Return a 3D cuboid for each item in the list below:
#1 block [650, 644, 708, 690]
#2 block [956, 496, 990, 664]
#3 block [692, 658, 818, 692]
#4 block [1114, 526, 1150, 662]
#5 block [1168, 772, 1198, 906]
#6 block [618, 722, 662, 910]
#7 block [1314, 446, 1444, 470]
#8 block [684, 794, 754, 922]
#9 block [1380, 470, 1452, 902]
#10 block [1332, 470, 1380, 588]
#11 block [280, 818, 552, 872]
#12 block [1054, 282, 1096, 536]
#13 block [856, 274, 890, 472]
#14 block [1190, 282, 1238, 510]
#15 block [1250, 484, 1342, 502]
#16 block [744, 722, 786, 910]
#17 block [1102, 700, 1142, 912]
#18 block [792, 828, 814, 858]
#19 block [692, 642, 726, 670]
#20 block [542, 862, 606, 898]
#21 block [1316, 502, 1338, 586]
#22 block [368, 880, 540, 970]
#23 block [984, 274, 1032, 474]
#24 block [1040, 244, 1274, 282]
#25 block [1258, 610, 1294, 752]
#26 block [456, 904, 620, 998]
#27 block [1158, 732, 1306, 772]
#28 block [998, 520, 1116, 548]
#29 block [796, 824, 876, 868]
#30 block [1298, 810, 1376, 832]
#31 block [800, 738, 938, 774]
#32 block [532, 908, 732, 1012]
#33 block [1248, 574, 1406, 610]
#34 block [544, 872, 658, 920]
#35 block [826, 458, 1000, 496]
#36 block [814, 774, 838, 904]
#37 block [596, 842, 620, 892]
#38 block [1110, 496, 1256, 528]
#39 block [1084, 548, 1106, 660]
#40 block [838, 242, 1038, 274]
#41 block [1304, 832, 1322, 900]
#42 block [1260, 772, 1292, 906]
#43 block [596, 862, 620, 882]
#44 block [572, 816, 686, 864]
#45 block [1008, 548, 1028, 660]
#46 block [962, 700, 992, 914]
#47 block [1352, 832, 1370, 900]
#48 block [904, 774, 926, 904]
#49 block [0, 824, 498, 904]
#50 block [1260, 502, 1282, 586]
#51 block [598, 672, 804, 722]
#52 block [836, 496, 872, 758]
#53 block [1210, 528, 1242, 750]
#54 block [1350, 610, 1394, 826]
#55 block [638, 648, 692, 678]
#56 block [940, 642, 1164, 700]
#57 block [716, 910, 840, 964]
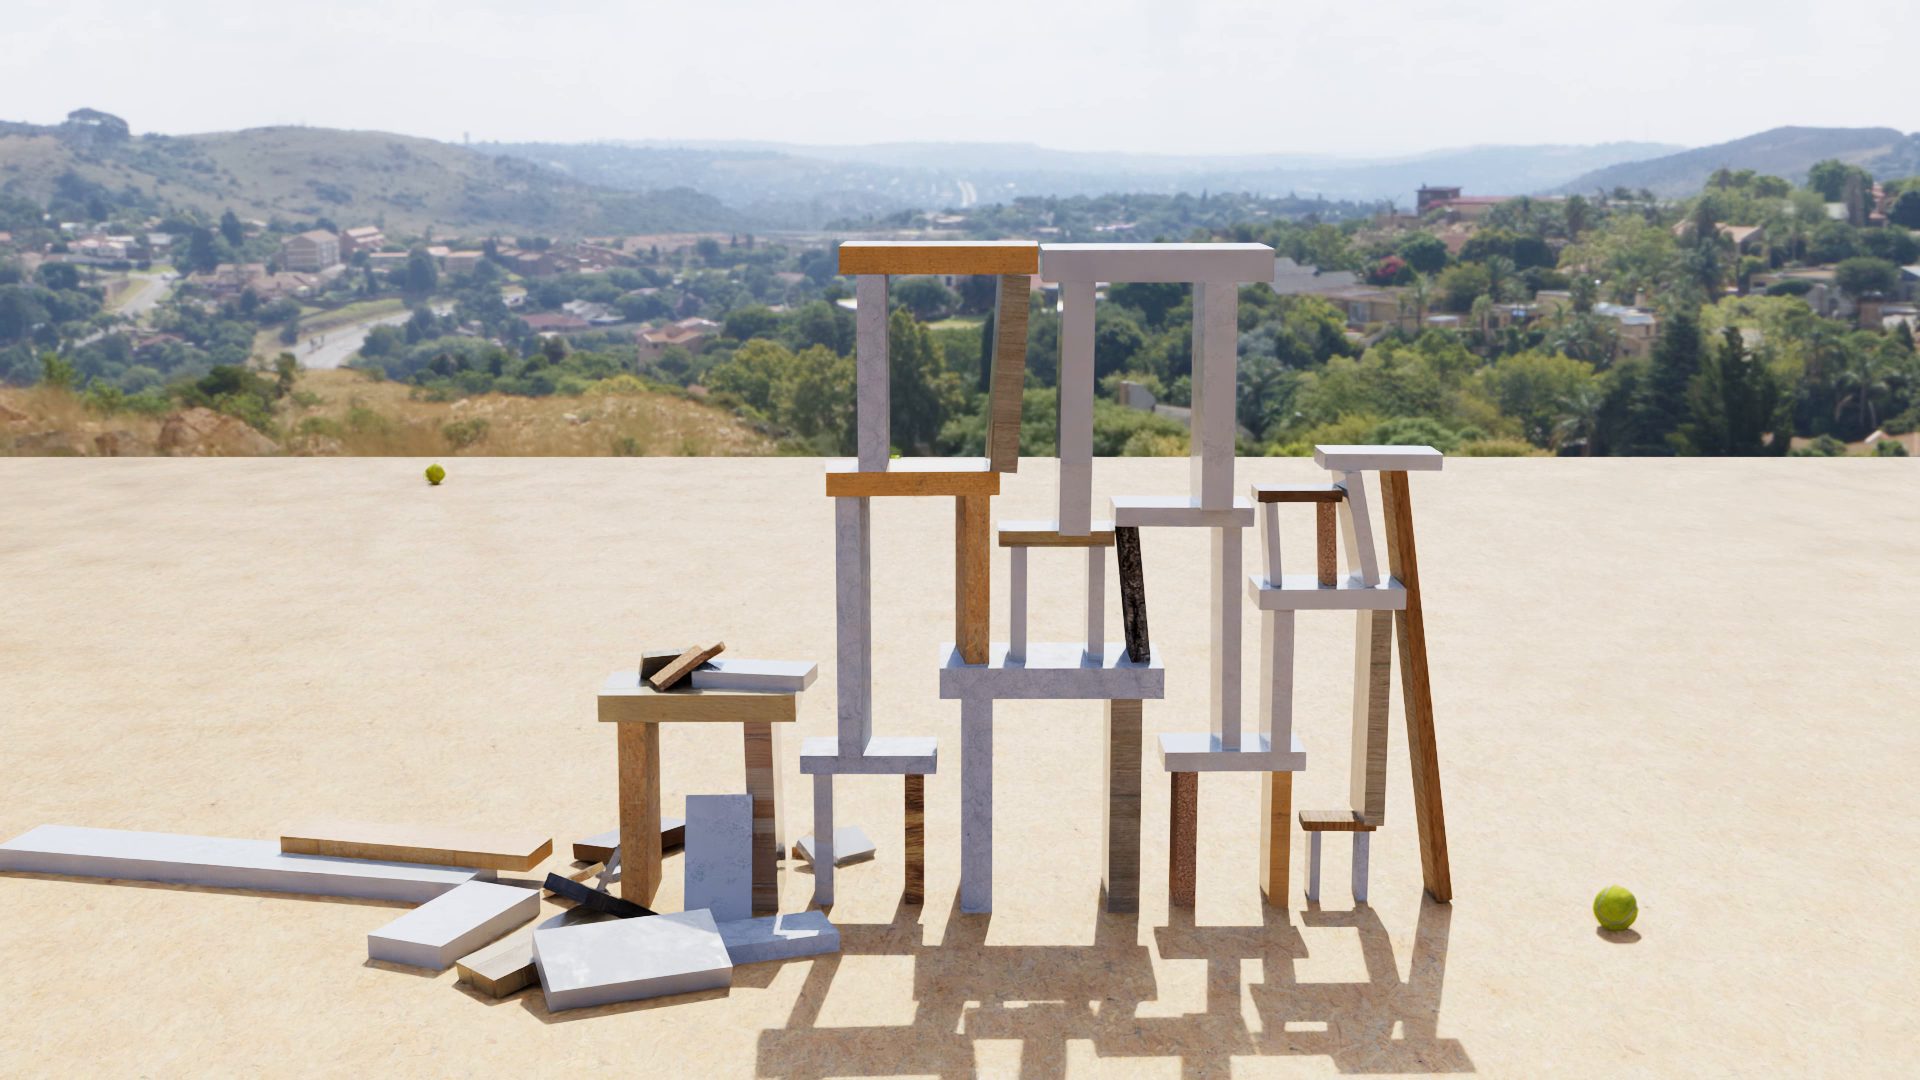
[{"bbox_3d":[-0.456,0.207,3.573,0.095,0.013,0.047,-37,22,-14],"label":"block"},{"bbox_3d":[0.020,0.052,3.570,0.039,0.274,0.137,-1,11,-7],"label":"block"},{"bbox_3d":[-0.335,0.220,3.597,0.187,0.027,0.094,2,11,10],"label":"block"},{"bbox_3d":[0.280,0.078,3.570,0.031,0.221,0.111,-6,11,1],"label":"block"},{"bbox_3d":[0.370,0.478,3.643,0.033,0.230,0.115,0,11,0],"label":"block"},{"bbox_3d":[-0.529,0.434,3.636,0.045,0.318,0.159,0,11,0],"label":"block"},{"bbox_3d":[0.672,-0.132,3.538,0.188,0.027,0.094,0,11,-1],"label":"block"},{"bbox_3d":[-0.385,0.514,3.510,0.107,0.213,0.030,0,-14,-2],"label":"block"},{"bbox_3d":[0.749,0.234,3.614,0.027,0.719,0.094,-8,8,0],"label":"block"},{"bbox_3d":[0.638,-0.025,3.551,0.027,0.188,0.094,-12,11,-3],"label":"block"},{"bbox_3d":[-0.928,0.520,3.756,0.455,0.029,0.102,2,11,13],"label":"block"},{"bbox_3d":[0.183,-0.219,3.523,0.051,0.397,0.179,1,11,0],"label":"block"},{"bbox_3d":[-0.138,-0.273,3.508,0.044,0.309,0.154,0,11,1],"label":"block"},{"bbox_3d":[0.405,-0.239,3.518,0.051,0.357,0.179,0,11,0],"label":"block"},{"bbox_3d":[0.542,-0.076,3.542,0.136,0.019,0.068,0,11,-2],"label":"block"},{"bbox_3d":[-0.322,0.434,3.636,0.045,0.318,0.159,-1,11,0],"label":"block"},{"bbox_3d":[0.267,0.414,3.634,0.051,0.359,0.180,0,11,0],"label":"block"},{"bbox_3d":[-0.247,0.537,3.906,0.064,0.018,0.128,3,11,15],"label":"block"},{"bbox_3d":[-0.430,0.198,3.614,0.095,0.013,0.047,-30,4,2],"label":"block"},{"bbox_3d":[-0.641,0.564,3.652,0.098,0.014,0.049,-26,0,23],"label":"block"},{"bbox_3d":[0.593,0.001,3.557,0.019,0.136,0.068,-3,11,-1],"label":"block"},{"bbox_3d":[-0.796,0.606,3.476,0.135,0.038,0.270,4,11,22],"label":"block"},{"bbox_3d":[0.075,-0.271,3.503,0.044,0.309,0.154,3,10,-3],"label":"block"},{"bbox_3d":[0.307,-0.439,3.482,0.357,0.051,0.179,0,11,0],"label":"block"},{"bbox_3d":[0.518,0.217,3.598,0.033,0.236,0.118,0,11,-2],"label":"block"},{"bbox_3d":[-0.633,0.620,3.331,0.233,0.030,0.107,-20,21,-40],"label":"block"},{"bbox_3d":[0.446,0.349,3.621,0.229,0.033,0.115,0,11,-1],"label":"block"},{"bbox_3d":[0.155,-0.010,3.562,0.186,0.026,0.093,0,11,0],"label":"block"},{"bbox_3d":[-0.216,0.536,3.834,0.128,0.018,0.064,-9,41,-39],"label":"block"},{"bbox_3d":[0.625,0.465,3.640,0.120,0.017,0.060,0,11,0],"label":"block"},{"bbox_3d":[-0.149,0.355,3.628,0.222,0.031,0.111,0,11,0],"label":"block"},{"bbox_3d":[-0.487,0.622,3.266,0.270,0.038,0.135,-4,32,-22],"label":"block"},{"bbox_3d":[0.595,0.084,3.573,0.236,0.033,0.118,0,11,-1],"label":"block"},{"bbox_3d":[-0.556,0.568,3.451,0.094,0.027,0.187,13,-13,37],"label":"block"},{"bbox_3d":[-0.078,-0.101,3.534,0.275,0.039,0.137,-1,11,-3],"label":"block"},{"bbox_3d":[-0.223,0.480,3.652,0.031,0.222,0.111,0,11,0],"label":"block"},{"bbox_3d":[-0.580,0.543,3.665,0.014,0.098,0.049,27,9,-5],"label":"block"},{"bbox_3d":[0.356,-0.046,3.544,0.221,0.031,0.111,0,11,-1],"label":"block"},{"bbox_3d":[0.218,0.095,3.581,0.026,0.186,0.093,0,11,-1],"label":"block"},{"bbox_3d":[-0.031,-0.448,3.483,0.309,0.044,0.154,0,10,1],"label":"block"},{"bbox_3d":[0.586,0.532,3.656,0.017,0.120,0.060,0,11,0],"label":"block"},{"bbox_3d":[0.523,0.478,3.644,0.033,0.230,0.115,0,11,0],"label":"block"},{"bbox_3d":[-0.570,0.563,3.775,0.098,0.014,0.049,-10,15,-43],"label":"block"},{"bbox_3d":[-0.571,0.529,3.878,0.102,0.029,0.204,0,7,38],"label":"block"},{"bbox_3d":[0.094,0.095,3.580,0.026,0.186,0.093,0,11,0],"label":"block"},{"bbox_3d":[0.027,0.414,3.633,0.051,0.359,0.180,0,11,0],"label":"block"},{"bbox_3d":[0.666,0.532,3.654,0.017,0.120,0.060,0,11,0],"label":"block"},{"bbox_3d":[-0.075,0.480,3.652,0.031,0.222,0.111,0,11,0],"label":"block"},{"bbox_3d":[-1.223,0.553,3.761,0.866,0.038,0.135,2,11,12],"label":"block"},{"bbox_3d":[0.502,0.001,3.555,0.019,0.136,0.068,-5,11,-1],"label":"block"},{"bbox_3d":[-0.422,0.256,3.602,0.318,0.045,0.159,0,11,0],"label":"block"},{"bbox_3d":[-0.173,0.129,3.583,0.039,0.431,0.137,1,11,5],"label":"block"},{"bbox_3d":[0.435,0.149,3.596,0.031,0.369,0.111,-2,11,-3],"label":"block"},{"bbox_3d":[0.674,0.278,3.611,0.033,0.361,0.118,0,11,-2],"label":"block"},{"bbox_3d":[-0.481,0.203,3.635,0.095,0.047,0.013,-5,42,-23],"label":"block"},{"bbox_3d":[0.147,0.213,3.595,0.359,0.051,0.180,0,11,0],"label":"block"},{"bbox_3d":[-0.305,0.620,3.423,0.213,0.030,0.107,-4,11,-19],"label":"block"}]
